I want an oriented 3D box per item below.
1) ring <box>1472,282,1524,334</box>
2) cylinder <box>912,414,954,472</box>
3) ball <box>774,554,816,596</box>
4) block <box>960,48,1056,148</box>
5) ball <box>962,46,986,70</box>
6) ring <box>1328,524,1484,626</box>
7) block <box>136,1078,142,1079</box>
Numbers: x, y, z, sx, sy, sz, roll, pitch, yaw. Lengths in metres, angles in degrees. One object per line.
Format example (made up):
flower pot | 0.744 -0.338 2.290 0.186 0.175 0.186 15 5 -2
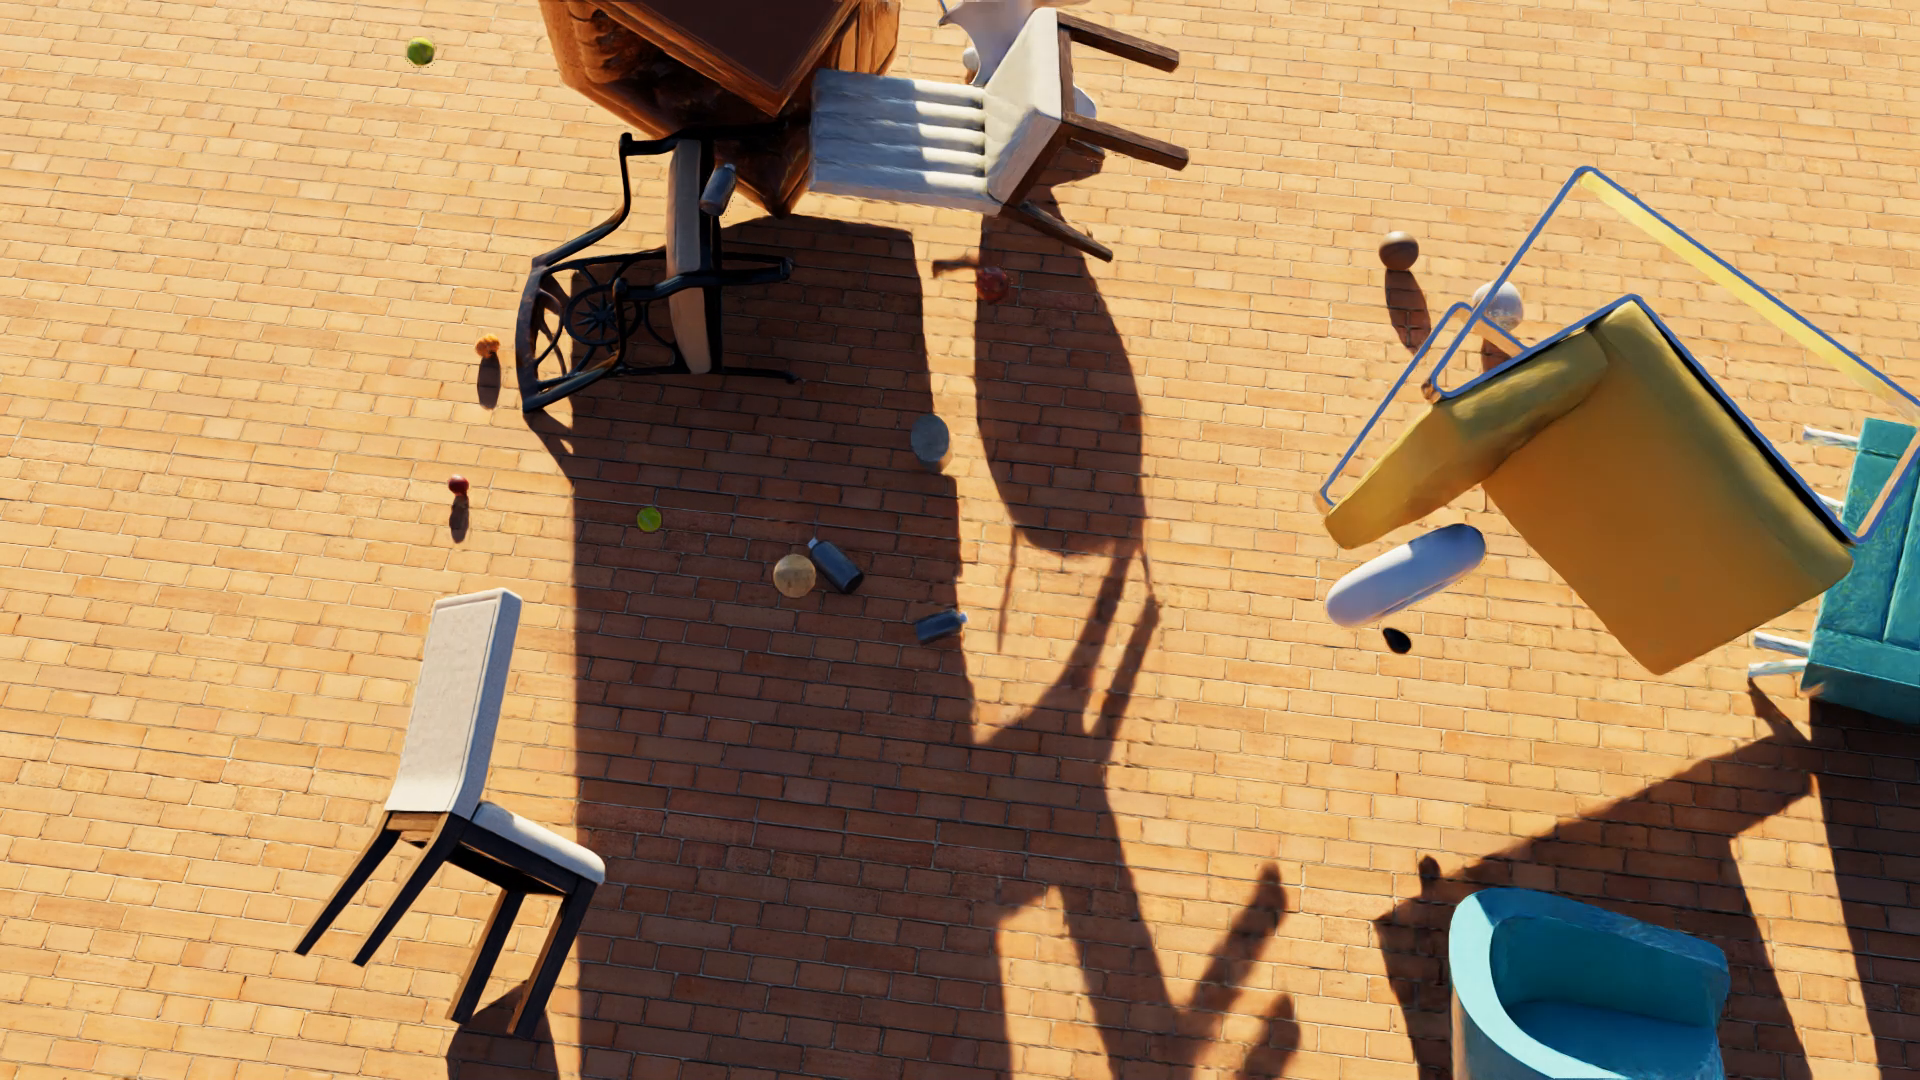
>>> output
ring | 1.702 -0.734 6.956 0.155 0.190 0.128 -17 73 21
cylinder | -0.084 -0.293 6.675 0.118 0.113 0.152 -8 76 4
ball | -0.439 0.094 5.845 0.113 0.113 0.113 0 56 0
block | 0.159 -1.472 7.329 0.171 0.227 0.203 40 33 -4
ball | 0.048 -1.673 7.647 0.082 0.082 0.082 0 56 0
ring | 1.150 0.093 5.681 0.448 0.312 0.129 -29 78 20
block | -2.086 1.413 5.582 0.037 0.071 0.067 -9 57 -6
